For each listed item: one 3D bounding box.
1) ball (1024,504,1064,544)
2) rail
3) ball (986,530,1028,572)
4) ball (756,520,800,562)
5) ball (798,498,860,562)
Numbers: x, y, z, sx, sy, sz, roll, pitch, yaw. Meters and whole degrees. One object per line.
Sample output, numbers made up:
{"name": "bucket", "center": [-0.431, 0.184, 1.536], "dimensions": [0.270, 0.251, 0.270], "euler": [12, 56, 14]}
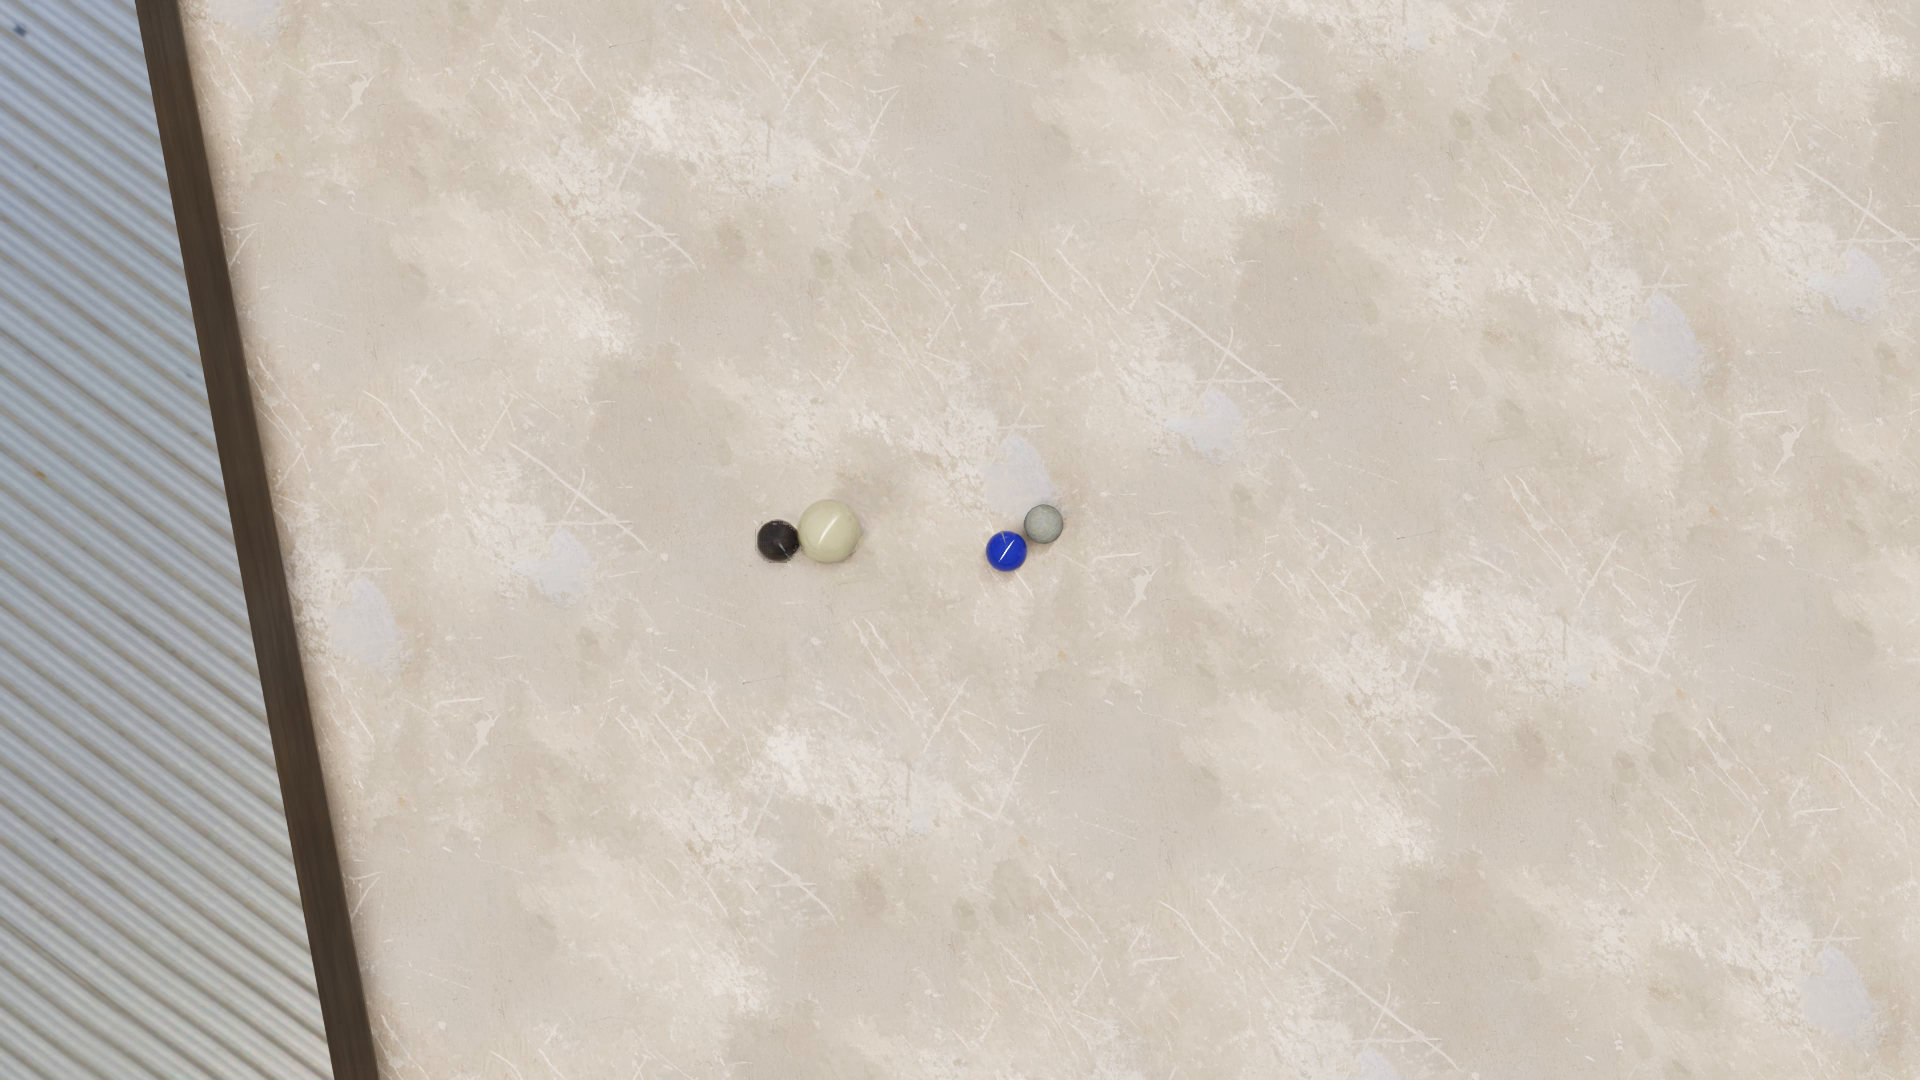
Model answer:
{"name": "ball", "center": [0.124, -0.024, 3.263], "dimensions": [0.059, 0.059, 0.059], "euler": [0, 83, 0]}
{"name": "rail", "center": [-0.976, 0.211, 3.203], "dimensions": [0.045, 0.122, 2.377], "euler": [-12, 84, -1]}
{"name": "ball", "center": [0.069, 0.017, 3.257], "dimensions": [0.063, 0.063, 0.063], "euler": [0, 83, 0]}
{"name": "ball", "center": [-0.270, 0.001, 3.258], "dimensions": [0.063, 0.063, 0.063], "euler": [0, 83, 0]}
{"name": "ball", "center": [-0.193, -0.014, 3.244], "dimensions": [0.094, 0.094, 0.094], "euler": [0, 83, 0]}
